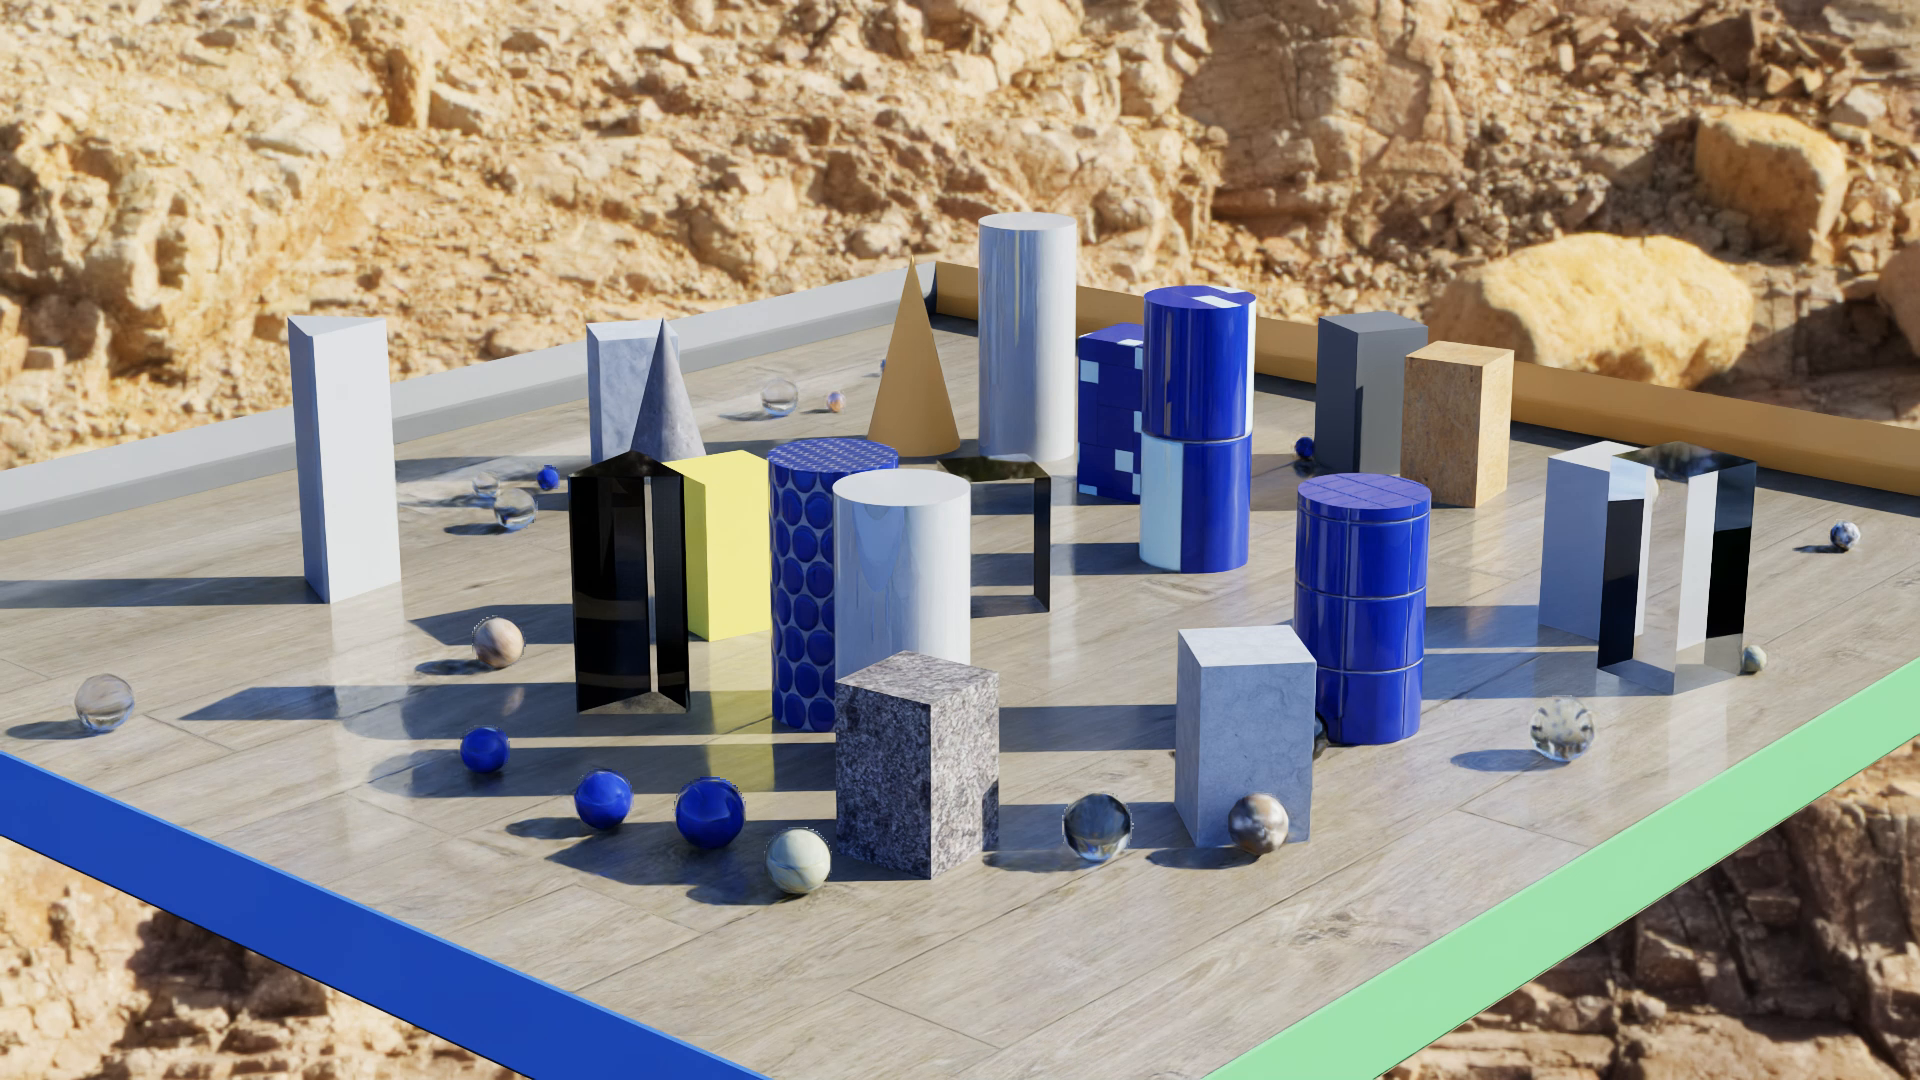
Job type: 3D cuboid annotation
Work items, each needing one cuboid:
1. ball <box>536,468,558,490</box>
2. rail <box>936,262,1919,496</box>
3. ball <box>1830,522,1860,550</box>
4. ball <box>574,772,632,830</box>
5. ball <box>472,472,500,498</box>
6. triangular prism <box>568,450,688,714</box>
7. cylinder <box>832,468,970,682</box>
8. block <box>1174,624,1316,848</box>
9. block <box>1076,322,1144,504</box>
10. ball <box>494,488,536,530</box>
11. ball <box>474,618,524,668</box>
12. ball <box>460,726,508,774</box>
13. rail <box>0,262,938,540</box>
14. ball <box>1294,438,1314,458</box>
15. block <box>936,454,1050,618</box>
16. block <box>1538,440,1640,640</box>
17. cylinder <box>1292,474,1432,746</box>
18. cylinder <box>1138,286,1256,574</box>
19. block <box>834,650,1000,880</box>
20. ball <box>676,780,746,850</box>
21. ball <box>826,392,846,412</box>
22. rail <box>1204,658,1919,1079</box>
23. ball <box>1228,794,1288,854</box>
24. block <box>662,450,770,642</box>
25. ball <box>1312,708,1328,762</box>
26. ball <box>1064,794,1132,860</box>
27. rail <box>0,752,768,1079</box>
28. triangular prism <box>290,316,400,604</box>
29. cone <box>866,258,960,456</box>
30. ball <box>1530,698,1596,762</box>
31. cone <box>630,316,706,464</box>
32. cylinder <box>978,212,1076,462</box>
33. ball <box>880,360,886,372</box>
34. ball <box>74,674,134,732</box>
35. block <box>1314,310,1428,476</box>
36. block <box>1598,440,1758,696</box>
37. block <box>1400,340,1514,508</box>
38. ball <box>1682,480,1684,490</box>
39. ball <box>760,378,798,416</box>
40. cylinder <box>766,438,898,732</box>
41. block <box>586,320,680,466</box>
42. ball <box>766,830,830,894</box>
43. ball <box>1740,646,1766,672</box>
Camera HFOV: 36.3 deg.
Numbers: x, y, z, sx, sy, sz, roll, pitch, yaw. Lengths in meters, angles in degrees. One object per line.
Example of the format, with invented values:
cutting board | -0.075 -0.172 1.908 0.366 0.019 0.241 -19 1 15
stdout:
ball | -0.812 -0.120 5.780 0.043 0.043 0.043 0 17 0
rail | 1.104 -0.334 6.337 3.125 0.130 0.045 14 22 39
ball | 1.627 -0.008 5.390 0.053 0.053 0.053 0 17 0
ball | -0.500 0.364 4.106 0.080 0.080 0.080 0 17 0
ball | -0.925 -0.108 5.725 0.051 0.051 0.051 0 17 0
triangular prism | -0.510 0.064 4.579 0.173 0.383 0.150 0 17 -1
cylinder | -0.084 0.128 4.287 0.199 0.428 0.199 0 17 0
block | 0.396 0.272 4.093 0.160 0.265 0.160 -2 17 -7
block | 0.342 -0.250 5.744 0.160 0.312 0.160 12 20 34
ball | -0.837 -0.059 5.513 0.079 0.079 0.079 0 17 0
ball | -0.749 0.167 4.761 0.081 0.081 0.081 0 17 0
ball | -0.699 0.309 4.308 0.070 0.070 0.070 0 17 0
rail | -1.162 -0.258 6.086 0.045 0.130 3.414 14 22 39
ball | 0.708 -0.189 6.009 0.043 0.043 0.043 0 17 0
block | 0.057 -0.008 5.063 0.160 0.241 0.160 -4 17 -14
block | 1.096 0.003 4.938 0.160 0.293 0.160 -14 22 -40
cylinder | 0.608 0.104 4.465 0.199 0.372 0.199 0 17 0
cylinder | 0.426 -0.200 5.281 0.199 0.485 0.199 0 17 0
block | -0.058 0.305 4.009 0.160 0.250 0.160 11 20 33
ball | -0.344 0.377 4.036 0.096 0.096 0.096 0 17 0
ball | -0.271 -0.300 6.377 0.044 0.044 0.044 0 17 0
rail | 1.162 0.323 4.154 0.045 0.130 3.414 14 22 39
ball | 0.407 0.388 4.002 0.083 0.083 0.083 0 17 0
block | -0.396 0.008 4.959 0.160 0.272 0.160 -11 20 -32
ball | 0.498 0.288 4.337 0.094 0.094 0.094 0 17 0
ball | 0.188 0.391 3.997 0.092 0.092 0.092 0 17 0
rail | -1.104 0.399 3.903 3.125 0.130 0.045 14 22 39
triangular prism | -1.107 -0.150 5.128 0.150 0.476 0.173 12 21 35
cone | -0.098 -0.393 6.060 0.199 0.404 0.199 0 17 0
ball | 0.895 0.281 4.355 0.096 0.096 0.096 0 17 0
cone | -0.568 -0.254 5.661 0.199 0.368 0.199 0 17 0
cylinder | 0.137 -0.416 6.002 0.199 0.481 0.199 0 17 0
ball | -0.162 -0.395 6.696 0.041 0.041 0.041 0 17 0
ball | -1.307 0.248 4.479 0.088 0.088 0.088 0 17 0
block | 0.827 -0.294 5.914 0.160 0.299 0.160 -7 18 -21
block | 1.146 0.043 4.693 0.160 0.358 0.160 -12 20 -34
block | 0.969 -0.227 5.723 0.160 0.281 0.160 10 19 30
ball | 1.355 -0.109 5.668 0.086 0.086 0.086 0 17 0
ball | -0.389 -0.308 6.337 0.082 0.082 0.082 0 17 0
cylinder | -0.193 0.068 4.514 0.199 0.412 0.199 0 17 0
block | -0.657 -0.285 5.909 0.160 0.285 0.160 -5 17 -15
ball | -0.214 0.427 3.889 0.086 0.086 0.086 0 17 0
ball | 1.282 0.192 4.741 0.043 0.043 0.043 0 17 0
